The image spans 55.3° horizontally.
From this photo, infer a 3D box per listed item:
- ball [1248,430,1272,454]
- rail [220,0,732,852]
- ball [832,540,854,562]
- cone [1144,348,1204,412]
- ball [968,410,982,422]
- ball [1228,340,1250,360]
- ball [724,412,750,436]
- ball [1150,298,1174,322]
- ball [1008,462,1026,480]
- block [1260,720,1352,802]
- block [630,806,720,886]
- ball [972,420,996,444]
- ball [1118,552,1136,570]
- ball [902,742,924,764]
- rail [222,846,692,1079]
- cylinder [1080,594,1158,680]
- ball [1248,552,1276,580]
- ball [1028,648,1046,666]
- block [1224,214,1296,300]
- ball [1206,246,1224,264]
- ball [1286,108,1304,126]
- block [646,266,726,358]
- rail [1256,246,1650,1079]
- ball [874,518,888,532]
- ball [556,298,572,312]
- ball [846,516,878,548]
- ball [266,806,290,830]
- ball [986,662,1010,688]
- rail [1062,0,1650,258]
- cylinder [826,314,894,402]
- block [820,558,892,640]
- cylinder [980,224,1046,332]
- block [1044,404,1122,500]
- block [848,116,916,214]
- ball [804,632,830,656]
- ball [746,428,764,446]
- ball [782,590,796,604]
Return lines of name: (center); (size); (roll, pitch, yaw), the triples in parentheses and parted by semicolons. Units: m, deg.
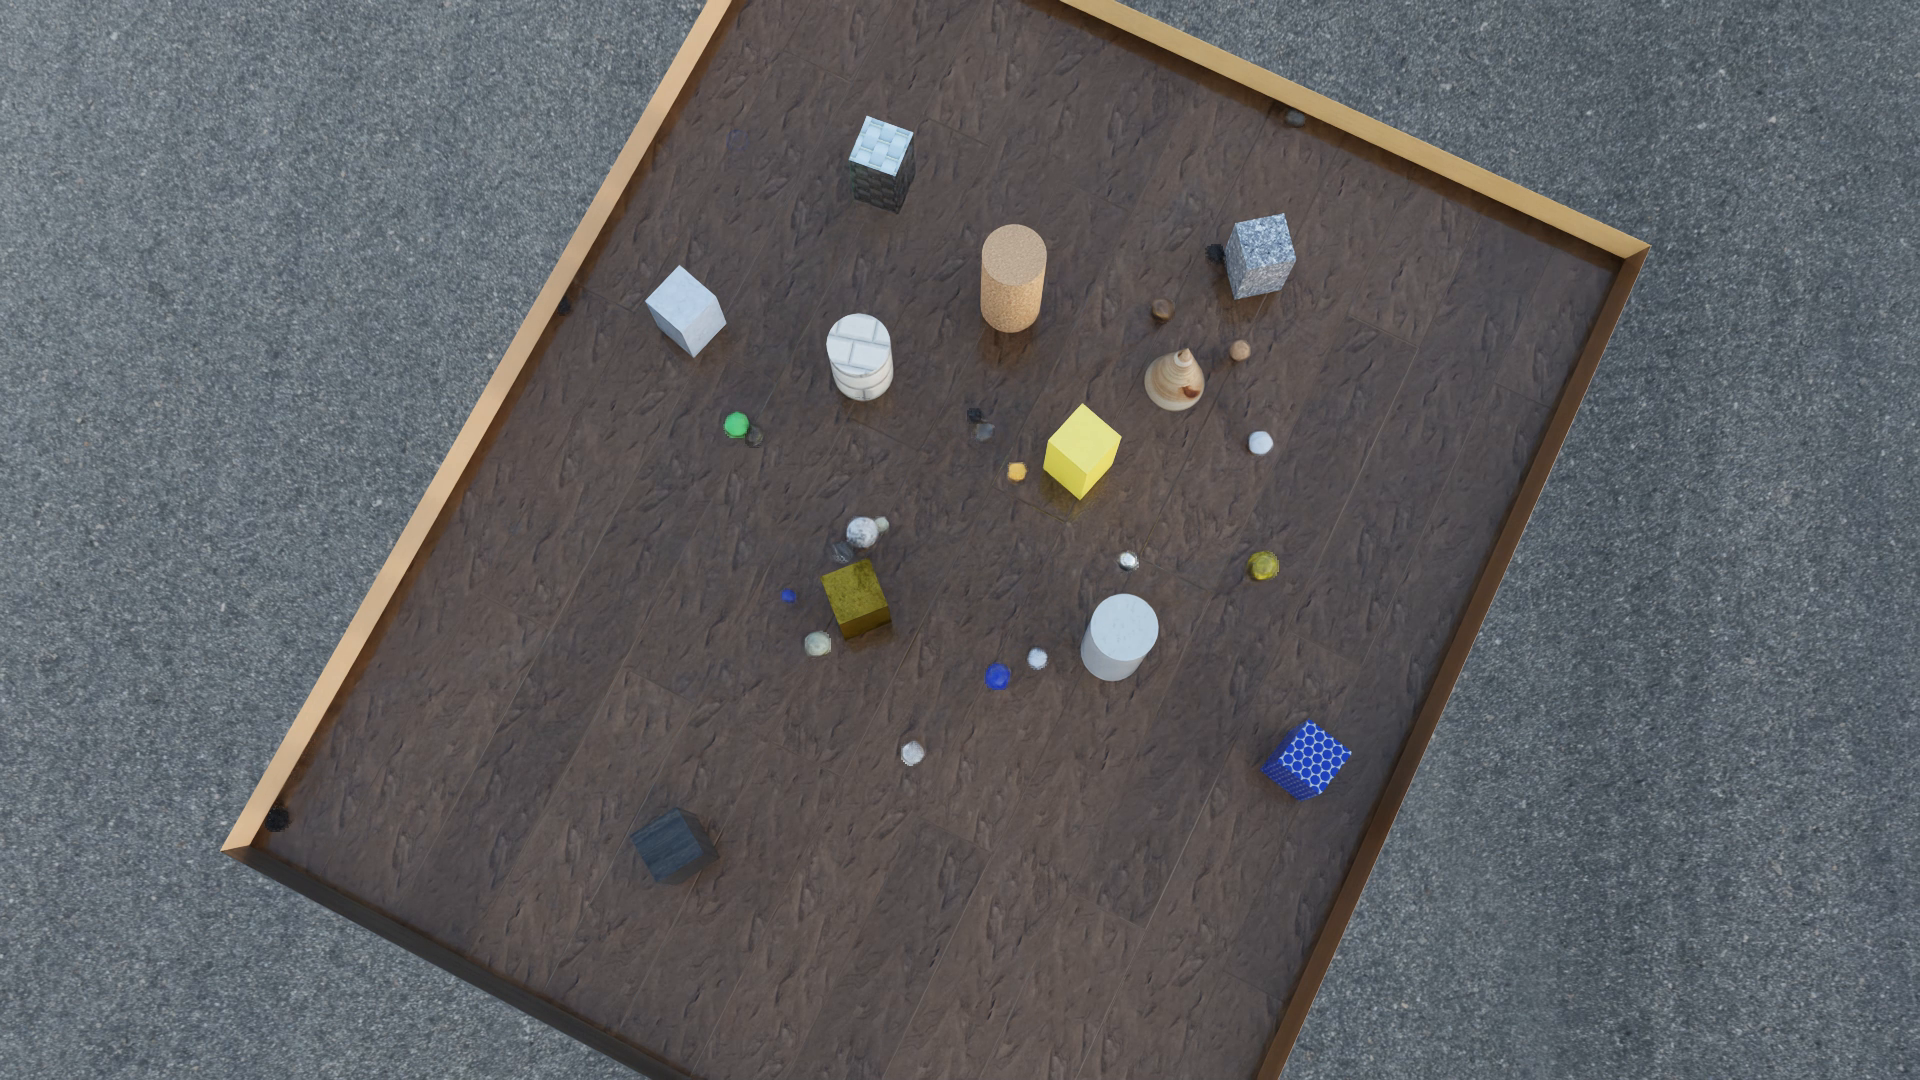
ball: (0.924, -0.300, 5.640); (0.074, 0.074, 0.074); (0, 78, 0)
rail: (-1.324, -0.642, 5.685); (0.045, 0.123, 3.576); (26, 80, 5)
ball: (-0.357, 0.035, 5.575); (0.067, 0.067, 0.067); (0, 78, 0)
cone: (0.670, -0.529, 5.549); (0.189, 0.346, 0.189); (0, 78, 0)
ball: (0.049, -0.384, 5.674); (0.043, 0.043, 0.043); (0, 78, 0)
ball: (0.869, -0.590, 5.706); (0.064, 0.064, 0.064); (0, 78, 0)
ball: (-0.688, -0.357, 5.652); (0.075, 0.075, 0.075); (0, 78, 0)
ball: (0.630, -0.721, 5.728); (0.074, 0.074, 0.074); (0, 78, 0)
ball: (0.175, -0.210, 5.632); (0.056, 0.056, 0.056); (0, 78, 0)
block: (1.001, 0.643, 5.324); (0.151, 0.313, 0.151); (38, 81, 7)
block: (-0.812, 0.880, 5.249); (0.151, 0.364, 0.151); (-31, 80, -6)
ball: (0.073, -0.332, 5.648); (0.073, 0.073, 0.073); (0, 78, 0)
ball: (0.508, 0.064, 5.573); (0.060, 0.060, 0.060); (0, 78, 0)
ball: (-0.140, 0.633, 5.453); (0.063, 0.063, 0.063); (0, 78, 0)
rail: (-0.789, 1.552, 5.232); (3.008, 0.123, 0.045); (26, 80, 5)
cylinder: (0.459, 0.288, 5.331); (0.189, 0.442, 0.189); (0, 78, 0)
ball: (0.916, 0.077, 5.556); (0.086, 0.086, 0.086); (0, 78, 0)
ball: (0.233, 0.353, 5.514); (0.058, 0.058, 0.058); (0, 78, 0)
block: (0.922, -0.873, 5.658); (0.151, 0.272, 0.151); (-12, 79, -2)
ball: (0.804, -0.897, 5.773); (0.057, 0.057, 0.057); (0, 78, 0)
ball: (1.071, -1.354, 5.867); (0.058, 0.058, 0.058); (0, 78, 0)
block: (-0.840, -0.700, 5.633); (0.151, 0.251, 0.151); (41, 81, 8)
rail: (1.324, 0.655, 5.417); (0.045, 0.123, 3.576); (26, 80, 5)
ball: (-0.240, -0.048, 5.604); (0.044, 0.044, 0.044); (0, 78, 0)
ball: (-1.243, -0.736, 5.745); (0.047, 0.047, 0.047); (0, 78, 0)
ball: (-0.297, -0.023, 5.573); (0.095, 0.095, 0.095); (0, 78, 0)
ball: (-2.016, 0.822, 5.412); (0.068, 0.068, 0.068); (0, 78, 0)
ball: (0.115, 0.406, 5.494); (0.075, 0.075, 0.075); (0, 78, 0)
rail: (0.789, -1.539, 5.871); (3.008, 0.123, 0.045); (26, 80, 5)
cylinder: (-0.302, -0.554, 5.586); (0.189, 0.284, 0.189); (0, 78, 0)
block: (-0.306, 0.178, 5.425); (0.151, 0.302, 0.151); (-22, 79, -4)
cylinder: (0.158, -0.787, 5.557); (0.189, 0.436, 0.189); (0, 78, 0)
block: (0.363, -0.261, 5.500); (0.151, 0.334, 0.151); (41, 81, 8)
block: (-0.239, -1.162, 5.699); (0.151, 0.308, 0.151); (20, 79, 4)
ball: (-0.432, 0.313, 5.513); (0.076, 0.076, 0.076); (0, 78, 0)
ball: (-0.633, -0.320, 5.655); (0.055, 0.055, 0.055); (0, 78, 0)
ball: (-0.518, 0.171, 5.560); (0.041, 0.041, 0.041); (0, 78, 0)
